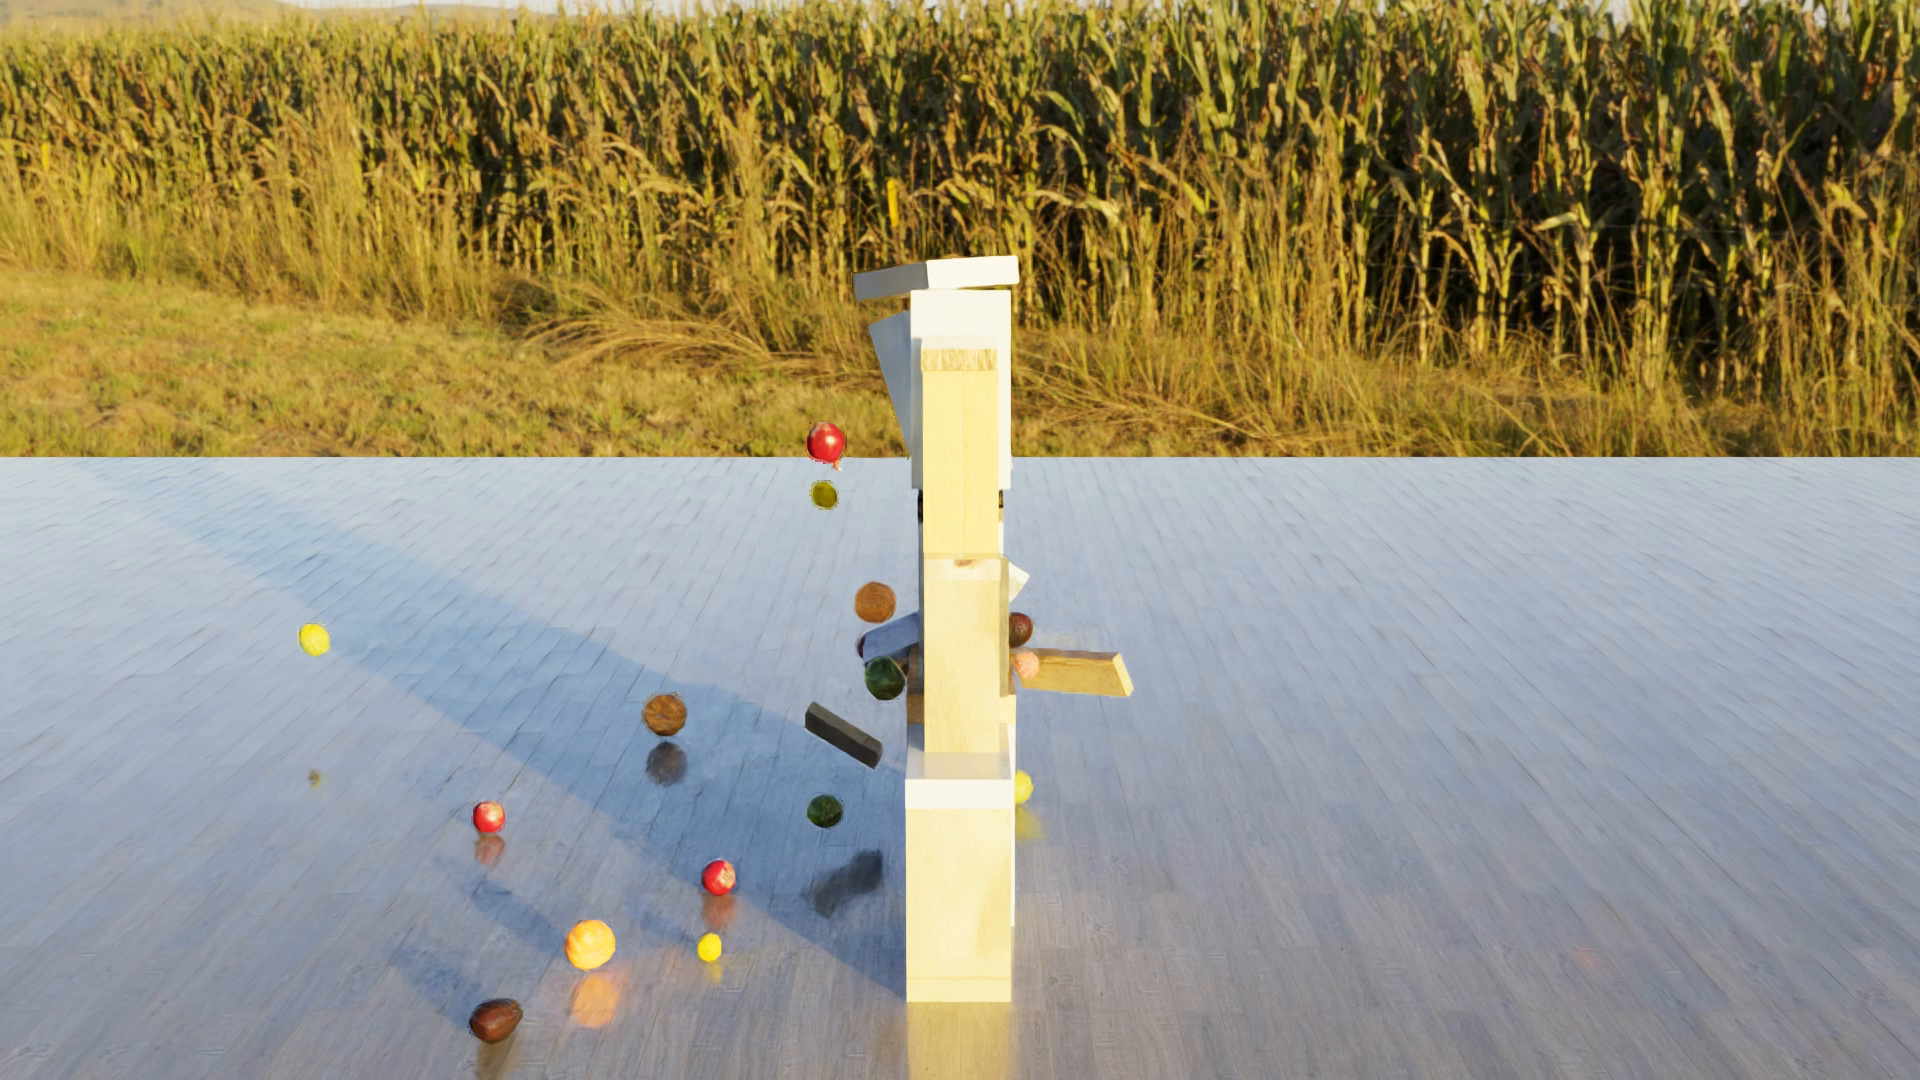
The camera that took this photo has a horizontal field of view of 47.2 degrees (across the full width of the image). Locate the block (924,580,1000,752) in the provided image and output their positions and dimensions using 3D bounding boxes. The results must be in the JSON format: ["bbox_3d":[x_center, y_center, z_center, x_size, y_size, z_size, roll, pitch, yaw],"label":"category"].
[{"bbox_3d":[0.003,0.182,3.250,0.110,0.265,0.031,0,11,0],"label":"block"}]

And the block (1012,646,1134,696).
[{"bbox_3d":[0.191,0.227,3.819,0.232,0.076,0.021,1,34,42],"label":"block"}]

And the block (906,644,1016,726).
[{"bbox_3d":[0.001,0.233,3.588,0.171,0.048,0.341,0,11,0],"label":"block"}]

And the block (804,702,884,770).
[{"bbox_3d":[-0.216,0.364,4.088,0.156,0.078,0.022,30,61,9],"label":"block"}]

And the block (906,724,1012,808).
[{"bbox_3d":[-0.002,0.334,3.275,0.151,0.043,0.302,0,11,0],"label":"block"}]

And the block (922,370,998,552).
[{"bbox_3d":[0.001,-0.117,3.224,0.110,0.271,0.031,0,11,0],"label":"block"}]

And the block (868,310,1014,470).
[{"bbox_3d":[-0.033,-0.241,3.711,0.155,0.310,0.044,-20,-5,20],"label":"block"}]

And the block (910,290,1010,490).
[{"bbox_3d":[0.001,-0.236,3.464,0.155,0.311,0.044,0,3,0],"label":"block"}]

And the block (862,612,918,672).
[{"bbox_3d":[-0.097,0.168,3.795,0.151,0.021,0.076,-23,38,22],"label":"block"}]

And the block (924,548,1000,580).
[{"bbox_3d":[0.003,0.023,3.296,0.110,0.031,0.220,0,11,0],"label":"block"}]

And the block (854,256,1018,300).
[{"bbox_3d":[-0.043,-0.426,3.584,0.155,0.044,0.310,-7,5,-24],"label":"block"}]

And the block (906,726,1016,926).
[{"bbox_3d":[0.001,0.446,3.512,0.171,0.341,0.048,0,11,0],"label":"block"}]

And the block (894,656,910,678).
[{"bbox_3d":[-0.047,0.171,3.801,0.156,0.022,0.078,-31,35,0],"label":"block"}]

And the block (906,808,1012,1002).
[{"bbox_3d":[-0.002,0.522,3.207,0.151,0.302,0.043,0,11,0],"label":"block"}]

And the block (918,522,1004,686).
[{"bbox_3d":[0.001,0.096,3.471,0.133,0.265,0.038,0,11,0],"label":"block"}]

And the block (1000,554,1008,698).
[{"bbox_3d":[0.018,0.133,3.393,0.110,0.220,0.031,-1,11,-6],"label":"block"}]

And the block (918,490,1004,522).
[{"bbox_3d":[0.001,-0.070,3.529,0.133,0.038,0.265,0,11,0],"label":"block"}]

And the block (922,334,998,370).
[{"bbox_3d":[-0.001,-0.279,3.267,0.110,0.031,0.220,0,11,0],"label":"block"}]

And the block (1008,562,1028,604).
[{"bbox_3d":[0.051,0.086,3.719,0.076,0.151,0.021,33,48,-2],"label":"block"}]
